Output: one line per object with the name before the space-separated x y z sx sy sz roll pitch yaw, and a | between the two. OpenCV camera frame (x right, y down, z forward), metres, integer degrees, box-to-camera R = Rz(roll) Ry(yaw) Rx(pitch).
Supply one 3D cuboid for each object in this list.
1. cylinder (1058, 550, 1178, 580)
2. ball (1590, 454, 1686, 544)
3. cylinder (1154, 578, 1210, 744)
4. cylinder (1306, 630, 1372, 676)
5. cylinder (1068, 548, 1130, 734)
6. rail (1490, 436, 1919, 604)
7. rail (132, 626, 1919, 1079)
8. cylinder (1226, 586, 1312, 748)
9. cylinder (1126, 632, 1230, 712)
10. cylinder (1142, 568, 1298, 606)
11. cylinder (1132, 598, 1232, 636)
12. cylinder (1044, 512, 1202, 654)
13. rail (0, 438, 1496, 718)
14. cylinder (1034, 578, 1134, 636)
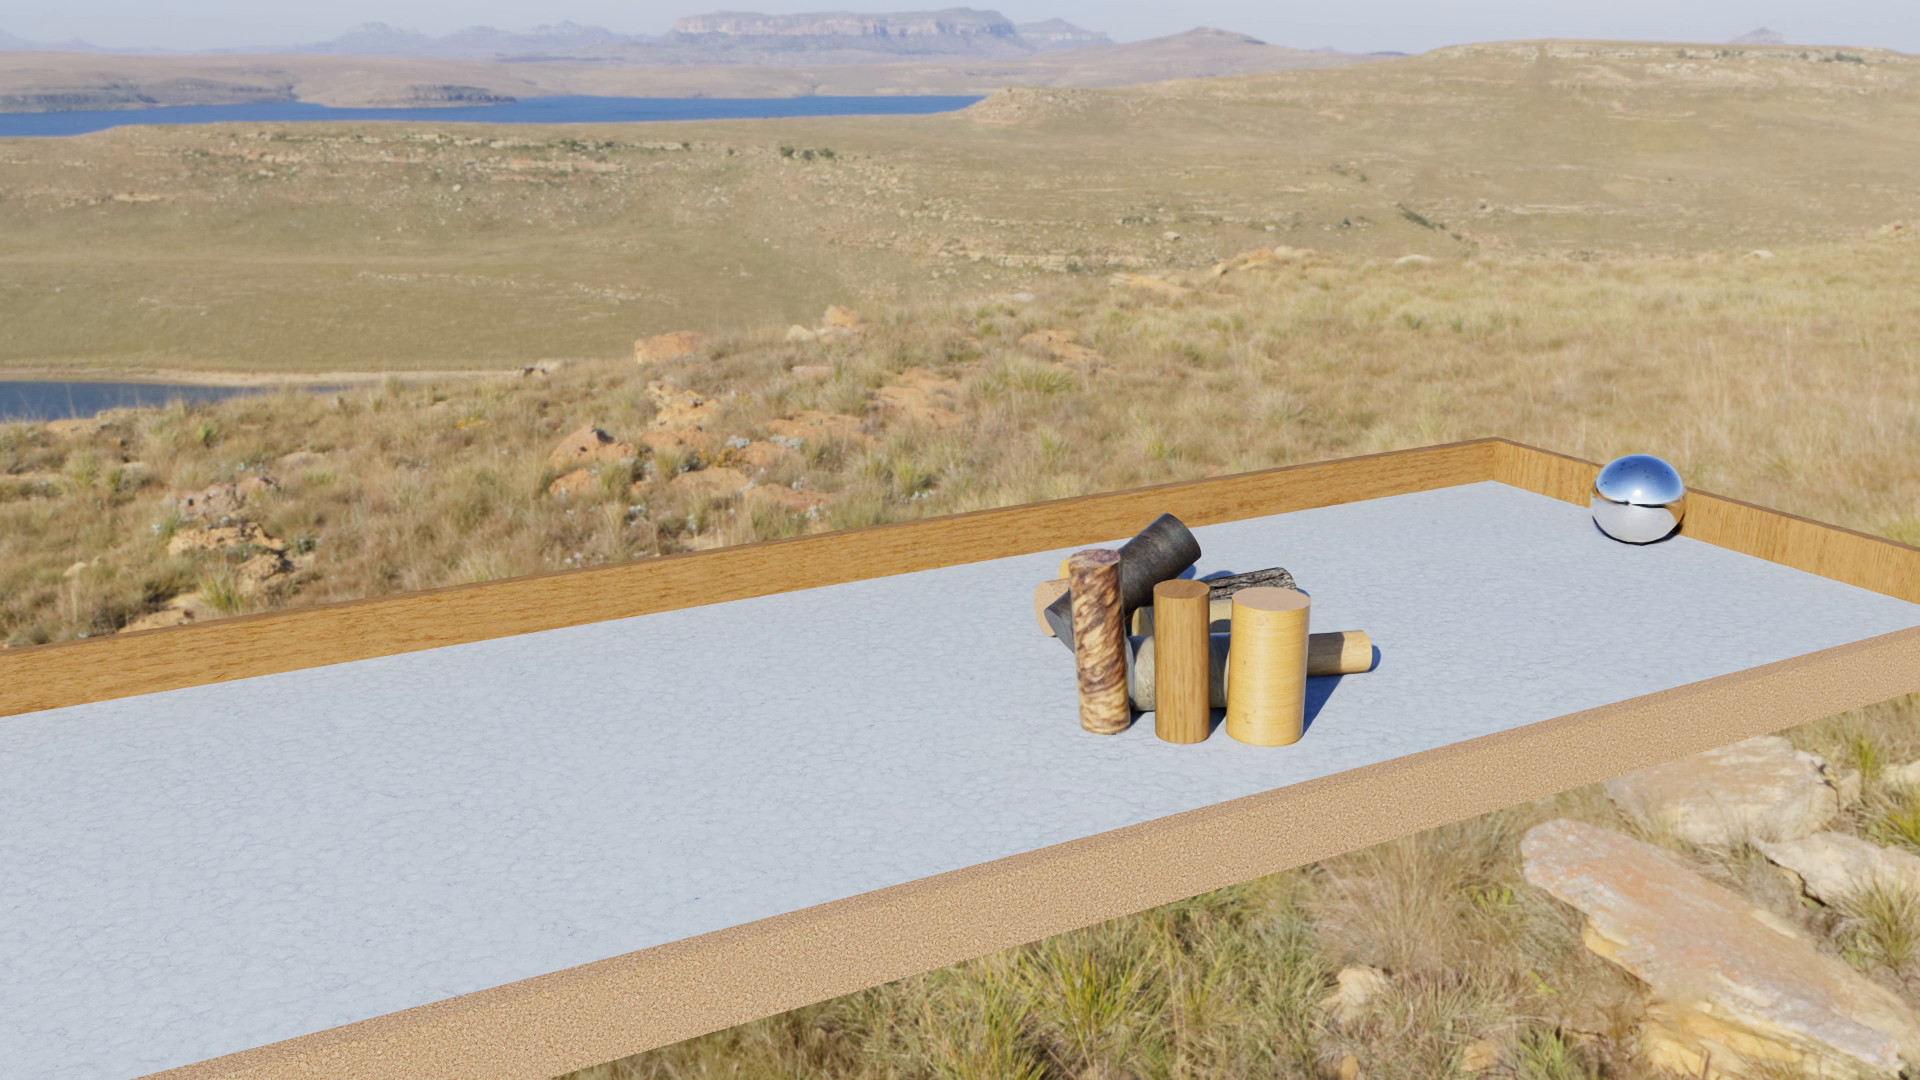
cylinder | 0.463 0.094 4.796 0.336 0.134 0.134 -9 19 -29
ball | 2.176 -0.133 5.296 0.289 0.289 0.289 0 16 0
cylinder | 0.507 0.277 3.766 0.126 0.355 0.126 -3 19 1
cylinder | 0.824 0.295 4.161 0.414 0.107 0.107 -4 17 -12
cylinder | 0.323 0.235 3.799 0.118 0.415 0.118 -5 20 2
rail | 2.466 -0.048 5.253 0.050 0.150 2.100 -9 18 -27
rail | -2.336 1.006 1.665 12.000 0.150 0.050 -9 18 -27
cylinder | 0.707 0.290 3.788 0.177 0.327 0.177 0 16 0
cylinder | 0.597 0.314 3.969 0.396 0.179 0.179 -2 16 -6
cylinder | 0.706 0.174 4.516 0.443 0.139 0.139 -9 19 -27
cylinder | 0.622 0.238 4.270 0.319 0.156 0.156 -4 17 -15
cylinder | 0.429 0.115 4.347 0.419 0.154 0.154 -38 28 -13
rail | -3.305 0.497 3.399 12.000 0.150 0.050 -9 18 -27
cylinder | 0.379 0.168 4.519 0.319 0.150 0.150 -7 18 -23
